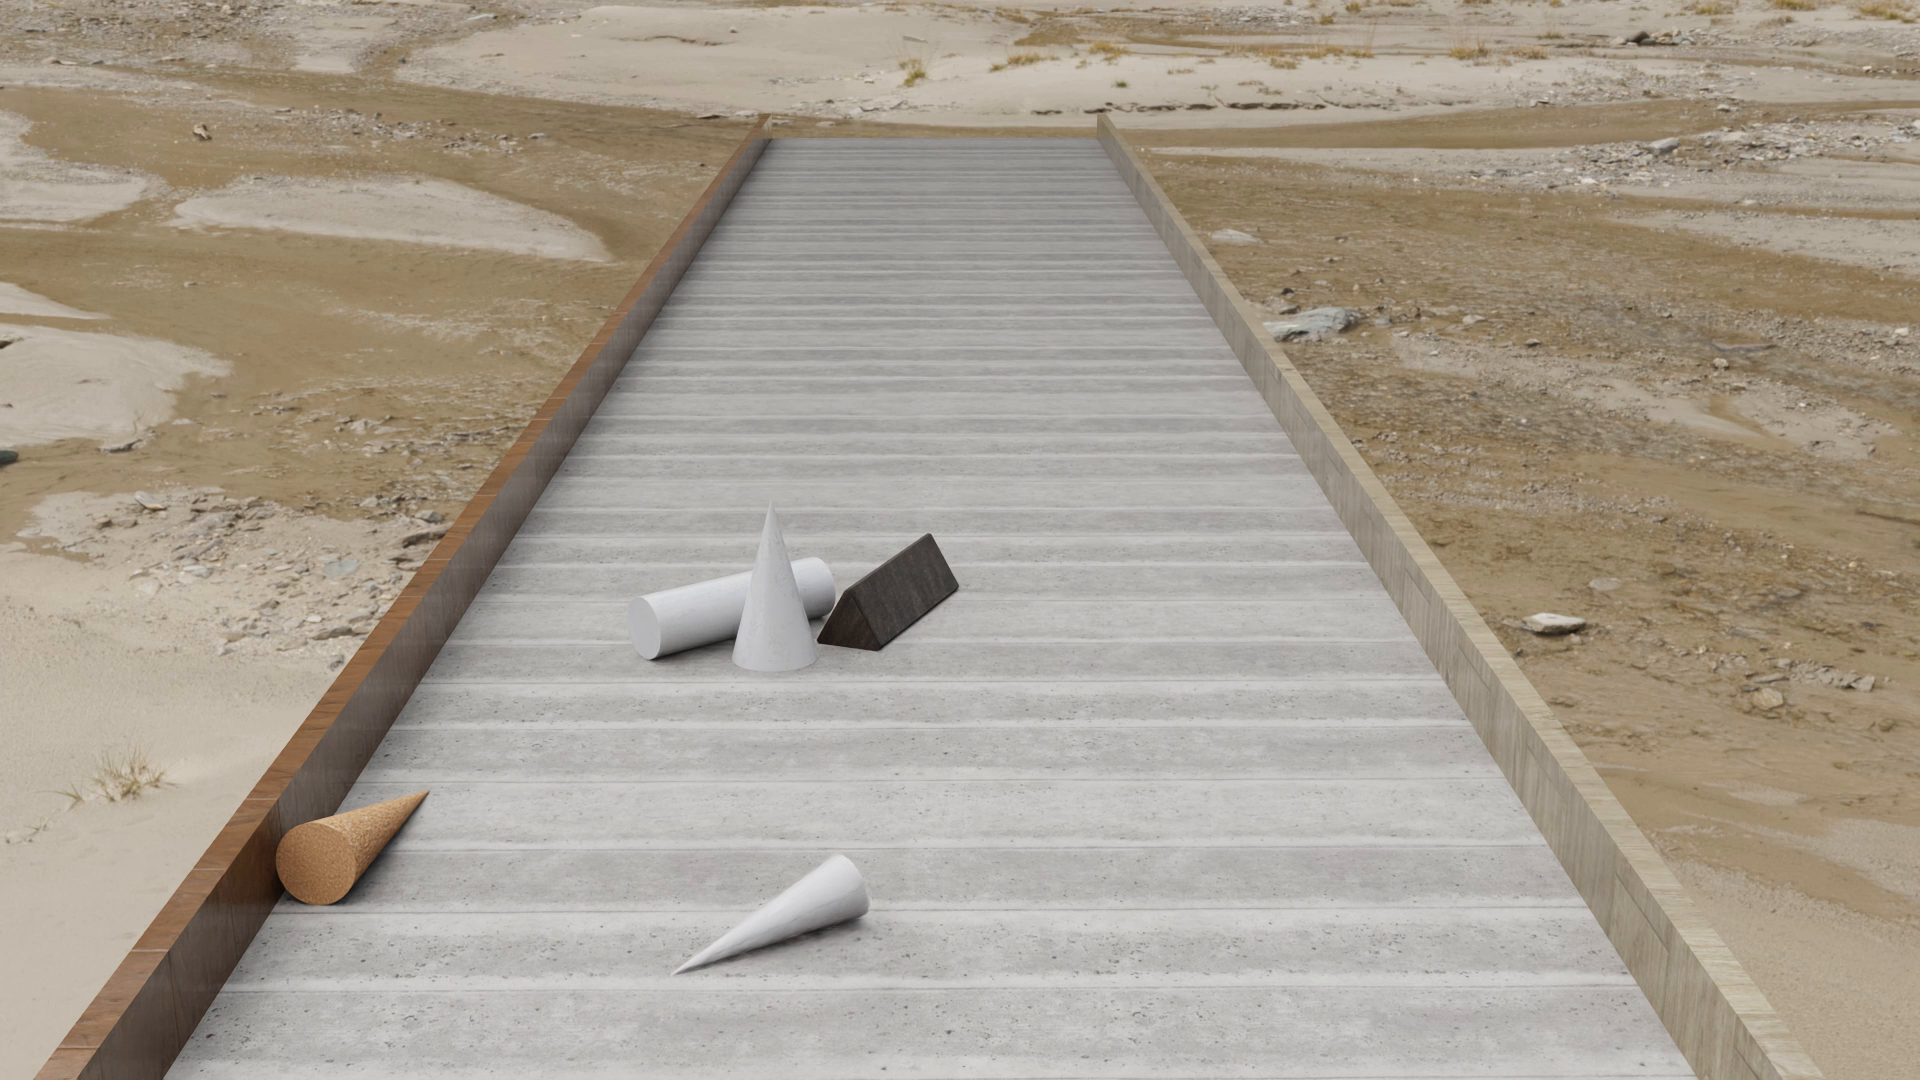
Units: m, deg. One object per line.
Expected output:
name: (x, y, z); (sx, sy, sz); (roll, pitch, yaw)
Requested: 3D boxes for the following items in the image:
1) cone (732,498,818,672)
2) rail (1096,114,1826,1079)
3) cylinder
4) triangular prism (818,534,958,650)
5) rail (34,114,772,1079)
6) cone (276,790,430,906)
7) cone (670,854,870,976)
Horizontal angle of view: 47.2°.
cone: (-0.373, 0.077, 4.387); (0.175, 0.332, 0.175); (0, 17, 0)
rail: (0.932, -0.844, 7.801); (0.050, 0.150, 12.000); (0, 17, -1)
cylinder: (-0.468, 0.137, 4.538); (0.430, 0.129, 0.129); (-13, 21, -37)
triangular prism: (-0.148, 0.100, 4.669); (0.138, 0.119, 0.443); (6, 18, 21)
rail: (-1.118, -0.838, 7.780); (0.050, 0.150, 12.000); (0, 17, -1)
cone: (-0.945, 0.461, 3.564); (0.130, 0.130, 0.449); (3, 9, 9)
cone: (-0.292, 0.571, 3.219); (0.322, 0.100, 0.100); (-22, 26, -32)
